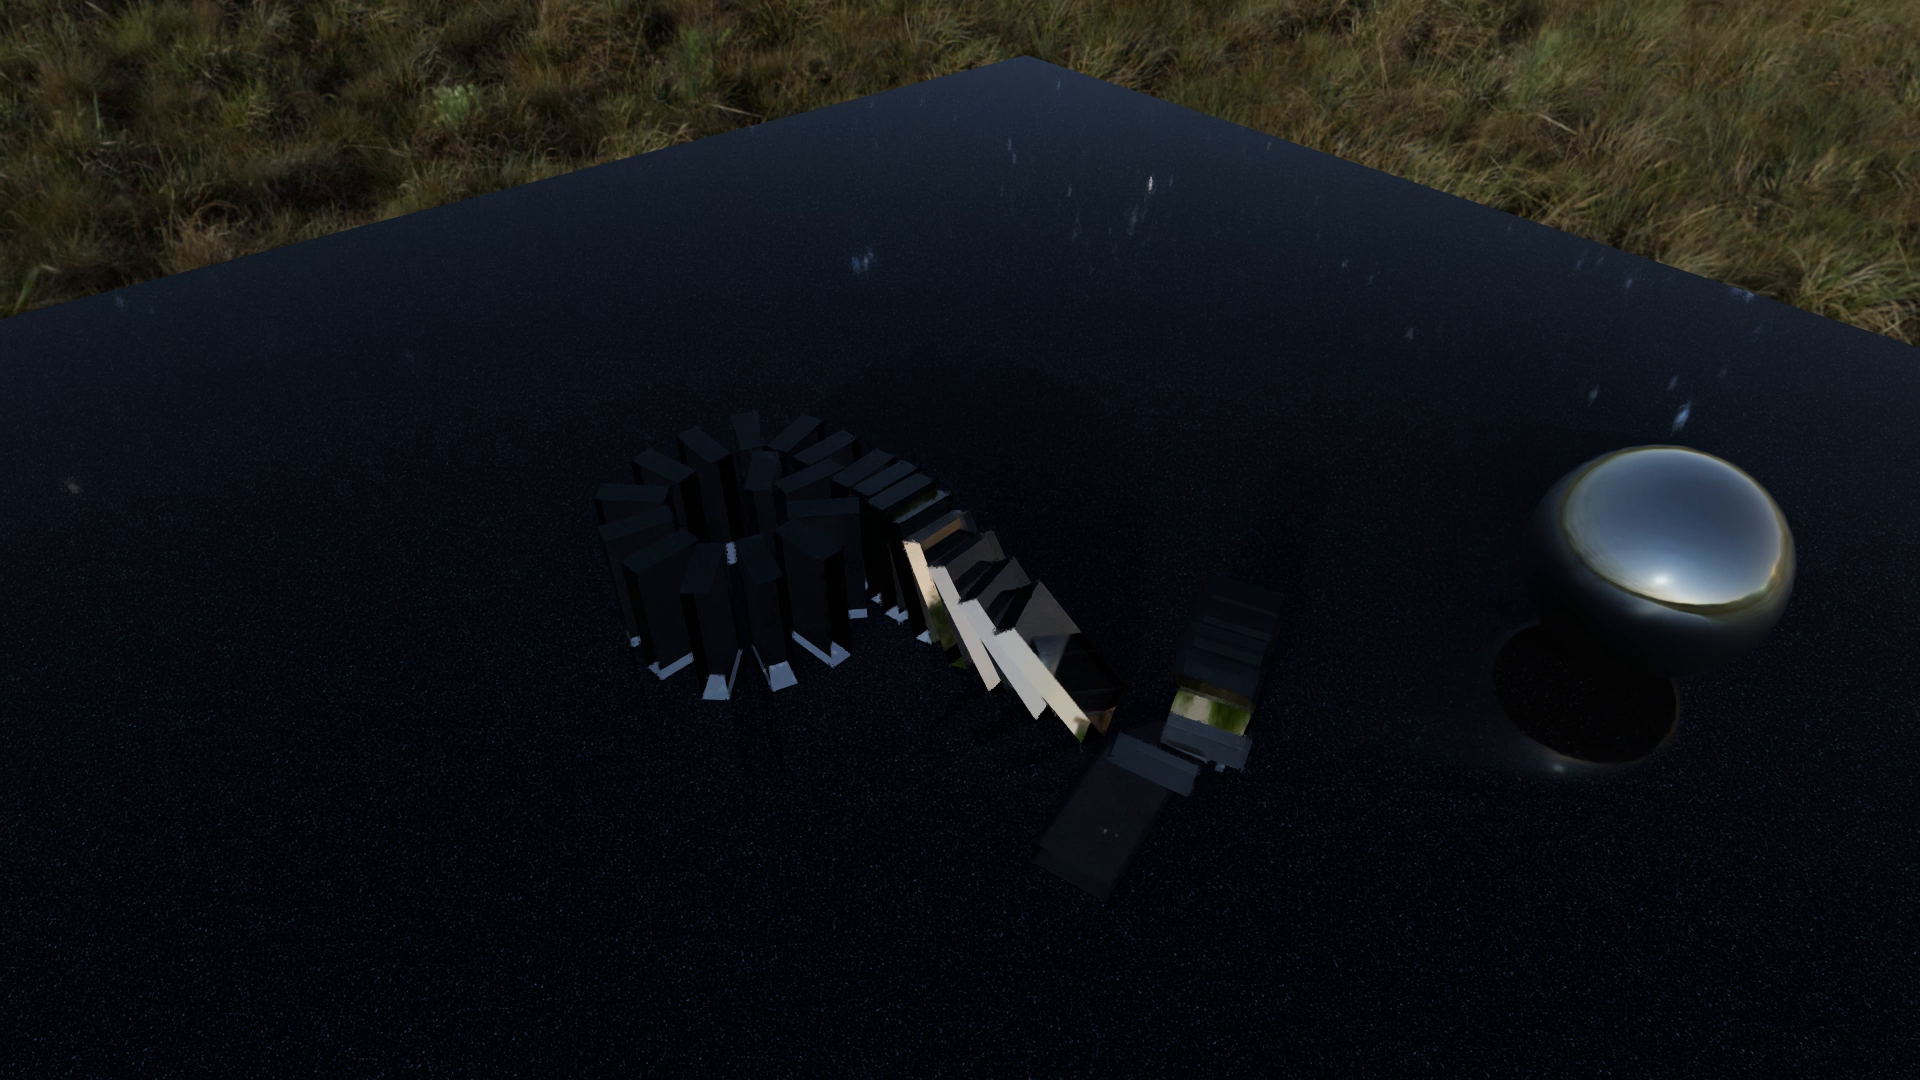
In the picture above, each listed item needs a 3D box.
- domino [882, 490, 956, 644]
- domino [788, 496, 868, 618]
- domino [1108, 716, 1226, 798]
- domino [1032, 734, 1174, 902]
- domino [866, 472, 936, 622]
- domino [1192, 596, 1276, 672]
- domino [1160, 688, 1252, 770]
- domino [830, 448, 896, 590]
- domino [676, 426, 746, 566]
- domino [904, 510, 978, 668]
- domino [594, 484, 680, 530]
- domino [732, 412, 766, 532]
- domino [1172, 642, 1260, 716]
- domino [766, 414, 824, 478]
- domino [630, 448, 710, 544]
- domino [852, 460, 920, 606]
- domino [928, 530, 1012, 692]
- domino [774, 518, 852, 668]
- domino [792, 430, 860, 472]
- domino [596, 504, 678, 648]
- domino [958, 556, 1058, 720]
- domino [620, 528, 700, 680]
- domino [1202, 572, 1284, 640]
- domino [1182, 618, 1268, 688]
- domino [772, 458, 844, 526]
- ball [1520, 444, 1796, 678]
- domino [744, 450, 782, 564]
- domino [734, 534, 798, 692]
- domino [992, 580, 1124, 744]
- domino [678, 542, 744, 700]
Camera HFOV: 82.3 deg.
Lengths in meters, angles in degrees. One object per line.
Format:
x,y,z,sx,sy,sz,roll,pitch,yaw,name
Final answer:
-0.010,0.010,0.399,0.025,0.050,0.010,-32,32,-33,domino
-0.048,0.008,0.402,0.025,0.050,0.009,-4,40,-5,domino
0.066,0.066,0.340,0.025,0.009,0.050,21,5,24,domino
0.046,0.085,0.340,0.025,0.010,0.050,22,44,25,domino
-0.019,0.003,0.407,0.025,0.050,0.009,-32,41,-33,domino
0.094,0.032,0.375,0.025,0.050,0.009,17,79,19,domino
0.078,0.059,0.347,0.025,0.010,0.050,18,5,13,domino
-0.035,-0.007,0.420,0.010,0.050,0.025,25,46,31,domino
-0.097,-0.017,0.432,0.009,0.050,0.025,-29,48,-31,domino
0.000,0.017,0.391,0.025,0.050,0.009,-33,23,-34,domino
-0.117,0.002,0.409,0.025,0.050,0.009,2,39,3,domino
-0.082,-0.023,0.440,0.009,0.050,0.025,-12,41,-14,domino
0.084,0.046,0.359,0.025,0.050,0.009,17,79,19,domino
-0.063,-0.022,0.438,0.010,0.050,0.025,18,43,21,domino
-0.109,-0.008,0.421,0.025,0.050,0.009,24,45,27,domino
-0.025,-0.002,0.413,0.025,0.050,0.010,-32,41,-33,domino
0.011,0.025,0.383,0.025,0.050,0.009,-36,17,-35,domino
-0.052,0.019,0.388,0.025,0.050,0.010,30,48,32,domino
-0.050,-0.015,0.430,0.010,0.050,0.025,29,47,34,domino
-0.111,0.013,0.395,0.025,0.050,0.010,-20,43,-23,domino
0.022,0.034,0.375,0.010,0.050,0.025,-19,19,46,domino
-0.100,0.023,0.384,0.025,0.050,0.009,-32,49,-33,domino
0.099,0.025,0.384,0.025,0.050,0.010,17,79,19,domino
0.089,0.039,0.367,0.025,0.050,0.010,17,79,19,domino
-0.055,-0.004,0.416,0.025,0.050,0.009,-27,44,-29,domino
0.238,0.007,0.379,0.080,0.080,0.080,0,39,0,ball
-0.072,-0.006,0.419,0.009,0.050,0.025,-2,39,0,domino
-0.067,0.025,0.380,0.009,0.050,0.025,-17,42,-19,domino
0.034,0.041,0.367,0.010,0.050,0.025,-25,22,40,domino
-0.085,0.028,0.377,0.009,0.050,0.025,1,39,2,domino
